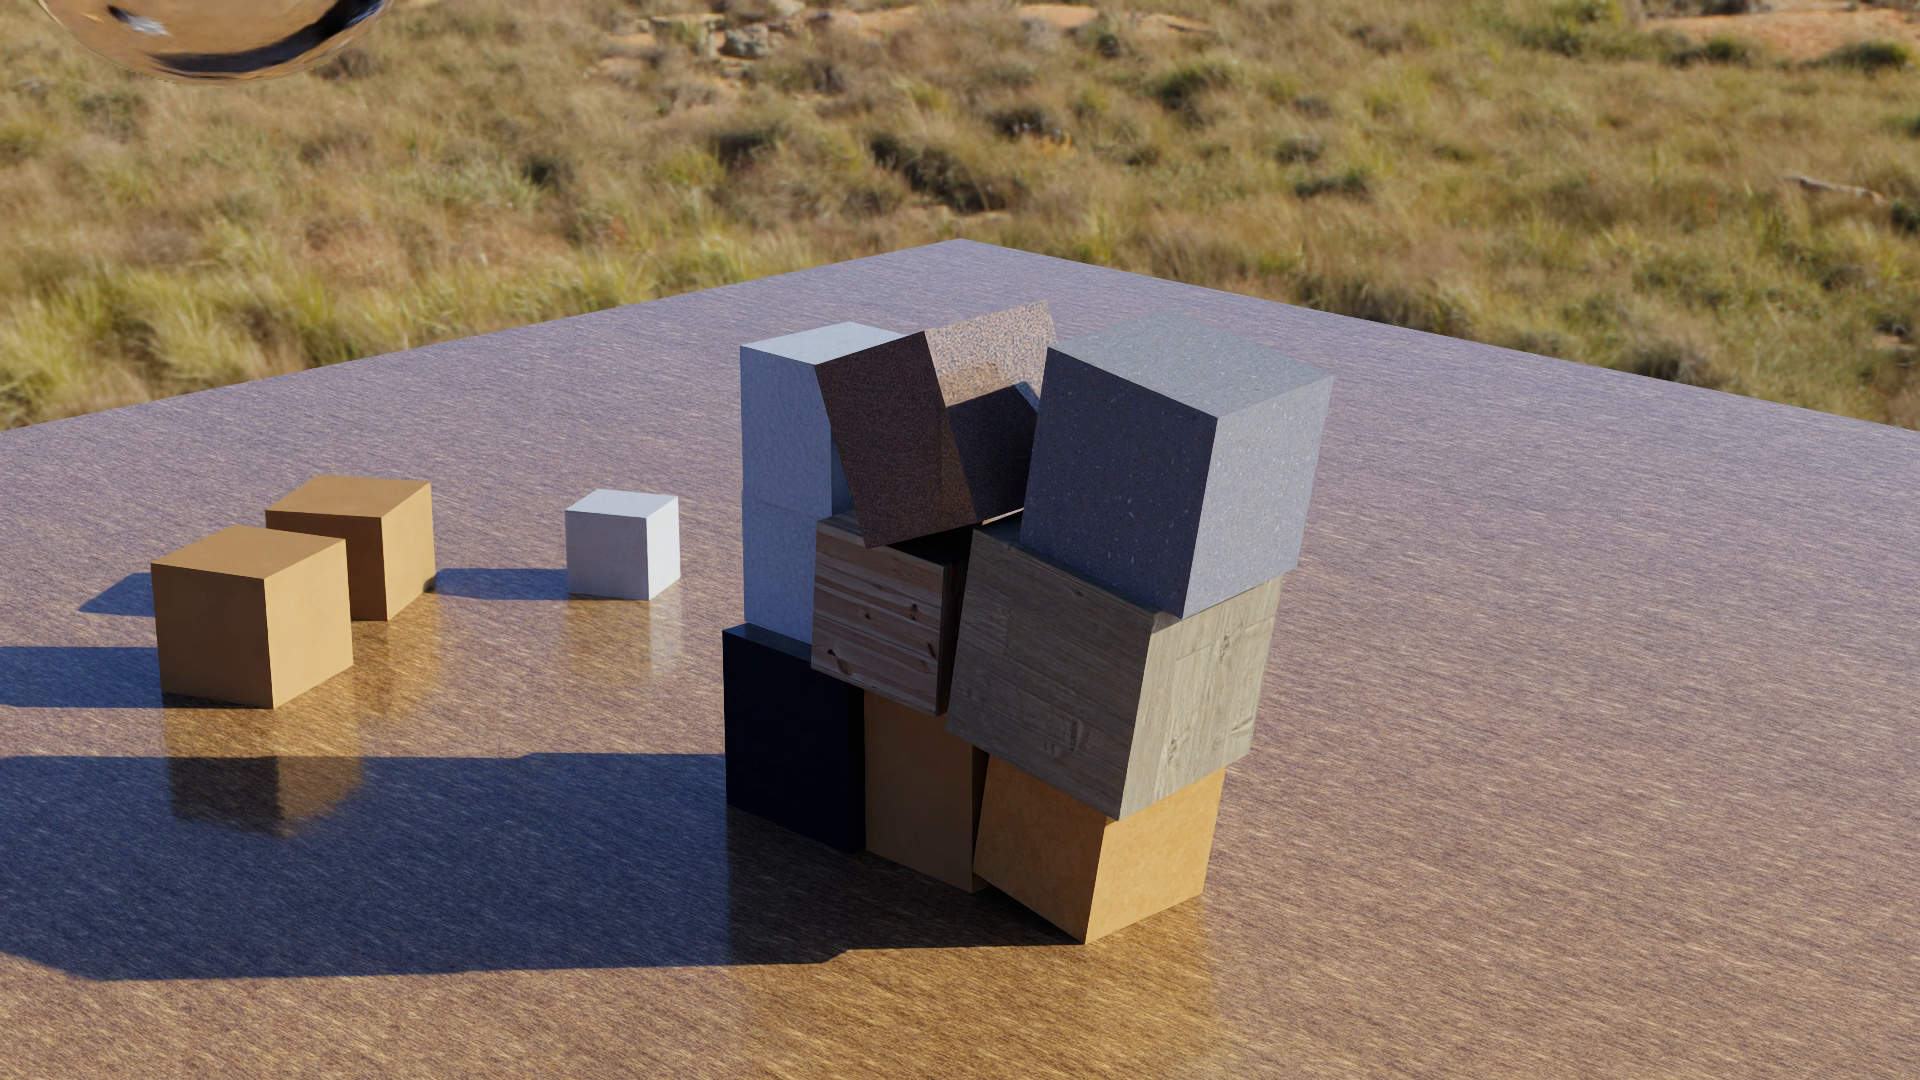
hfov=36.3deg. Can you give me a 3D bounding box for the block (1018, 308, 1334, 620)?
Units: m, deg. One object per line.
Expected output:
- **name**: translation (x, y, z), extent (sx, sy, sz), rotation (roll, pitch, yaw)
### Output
- **block**: translation (0.899, -0.338, 12.272), extent (0.870, 0.893, 0.830), rotation (26, 30, 33)

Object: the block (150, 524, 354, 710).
- **block**: translation (-3.817, 0.404, 15.850), extent (0.719, 0.725, 0.748), rotation (7, 19, 21)

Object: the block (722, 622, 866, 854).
- **block**: translation (-0.507, 0.854, 14.139), extent (0.901, 0.892, 0.876), rotation (-17, 24, -42)

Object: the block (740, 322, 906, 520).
- **block**: translation (-0.559, -0.565, 13.758), extent (0.692, 0.728, 0.622), rotation (-17, 24, -42)

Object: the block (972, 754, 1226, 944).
- **block**: translation (0.619, 1.227, 13.078), extent (0.776, 0.702, 0.709), rotation (-16, 34, -42)

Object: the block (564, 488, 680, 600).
- **block**: translation (-2.001, 0.024, 17.419), extent (0.523, 0.509, 0.464), rotation (6, 18, 17)

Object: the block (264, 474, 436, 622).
- **block**: translation (-3.561, 0.039, 17.181), extent (0.711, 0.624, 0.742), rotation (4, 18, 11)

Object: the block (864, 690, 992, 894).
- **block**: translation (0.059, 1.045, 13.609), extent (0.700, 0.846, 0.716), rotation (17, 24, 42)

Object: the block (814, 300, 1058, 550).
- **block**: translation (-0.017, -0.508, 12.907), extent (0.719, 0.842, 0.787), rotation (-13, 4, 45)

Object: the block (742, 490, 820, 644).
- **block**: translation (-0.607, 0.078, 14.024), extent (0.617, 0.658, 0.604), rotation (17, 24, 42)

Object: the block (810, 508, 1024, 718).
- **block**: translation (-0.100, 0.250, 13.427), extent (0.751, 0.719, 0.865), rotation (19, 26, 36)

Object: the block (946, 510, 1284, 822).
- **block**: translation (0.672, 0.451, 12.750), extent (0.973, 0.981, 0.959), rotation (26, 30, 33)

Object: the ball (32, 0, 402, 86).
- **ball**: translation (-2.537, -2.350, 9.944), extent (1.600, 1.600, 1.600), rotation (0, 17, 0)
